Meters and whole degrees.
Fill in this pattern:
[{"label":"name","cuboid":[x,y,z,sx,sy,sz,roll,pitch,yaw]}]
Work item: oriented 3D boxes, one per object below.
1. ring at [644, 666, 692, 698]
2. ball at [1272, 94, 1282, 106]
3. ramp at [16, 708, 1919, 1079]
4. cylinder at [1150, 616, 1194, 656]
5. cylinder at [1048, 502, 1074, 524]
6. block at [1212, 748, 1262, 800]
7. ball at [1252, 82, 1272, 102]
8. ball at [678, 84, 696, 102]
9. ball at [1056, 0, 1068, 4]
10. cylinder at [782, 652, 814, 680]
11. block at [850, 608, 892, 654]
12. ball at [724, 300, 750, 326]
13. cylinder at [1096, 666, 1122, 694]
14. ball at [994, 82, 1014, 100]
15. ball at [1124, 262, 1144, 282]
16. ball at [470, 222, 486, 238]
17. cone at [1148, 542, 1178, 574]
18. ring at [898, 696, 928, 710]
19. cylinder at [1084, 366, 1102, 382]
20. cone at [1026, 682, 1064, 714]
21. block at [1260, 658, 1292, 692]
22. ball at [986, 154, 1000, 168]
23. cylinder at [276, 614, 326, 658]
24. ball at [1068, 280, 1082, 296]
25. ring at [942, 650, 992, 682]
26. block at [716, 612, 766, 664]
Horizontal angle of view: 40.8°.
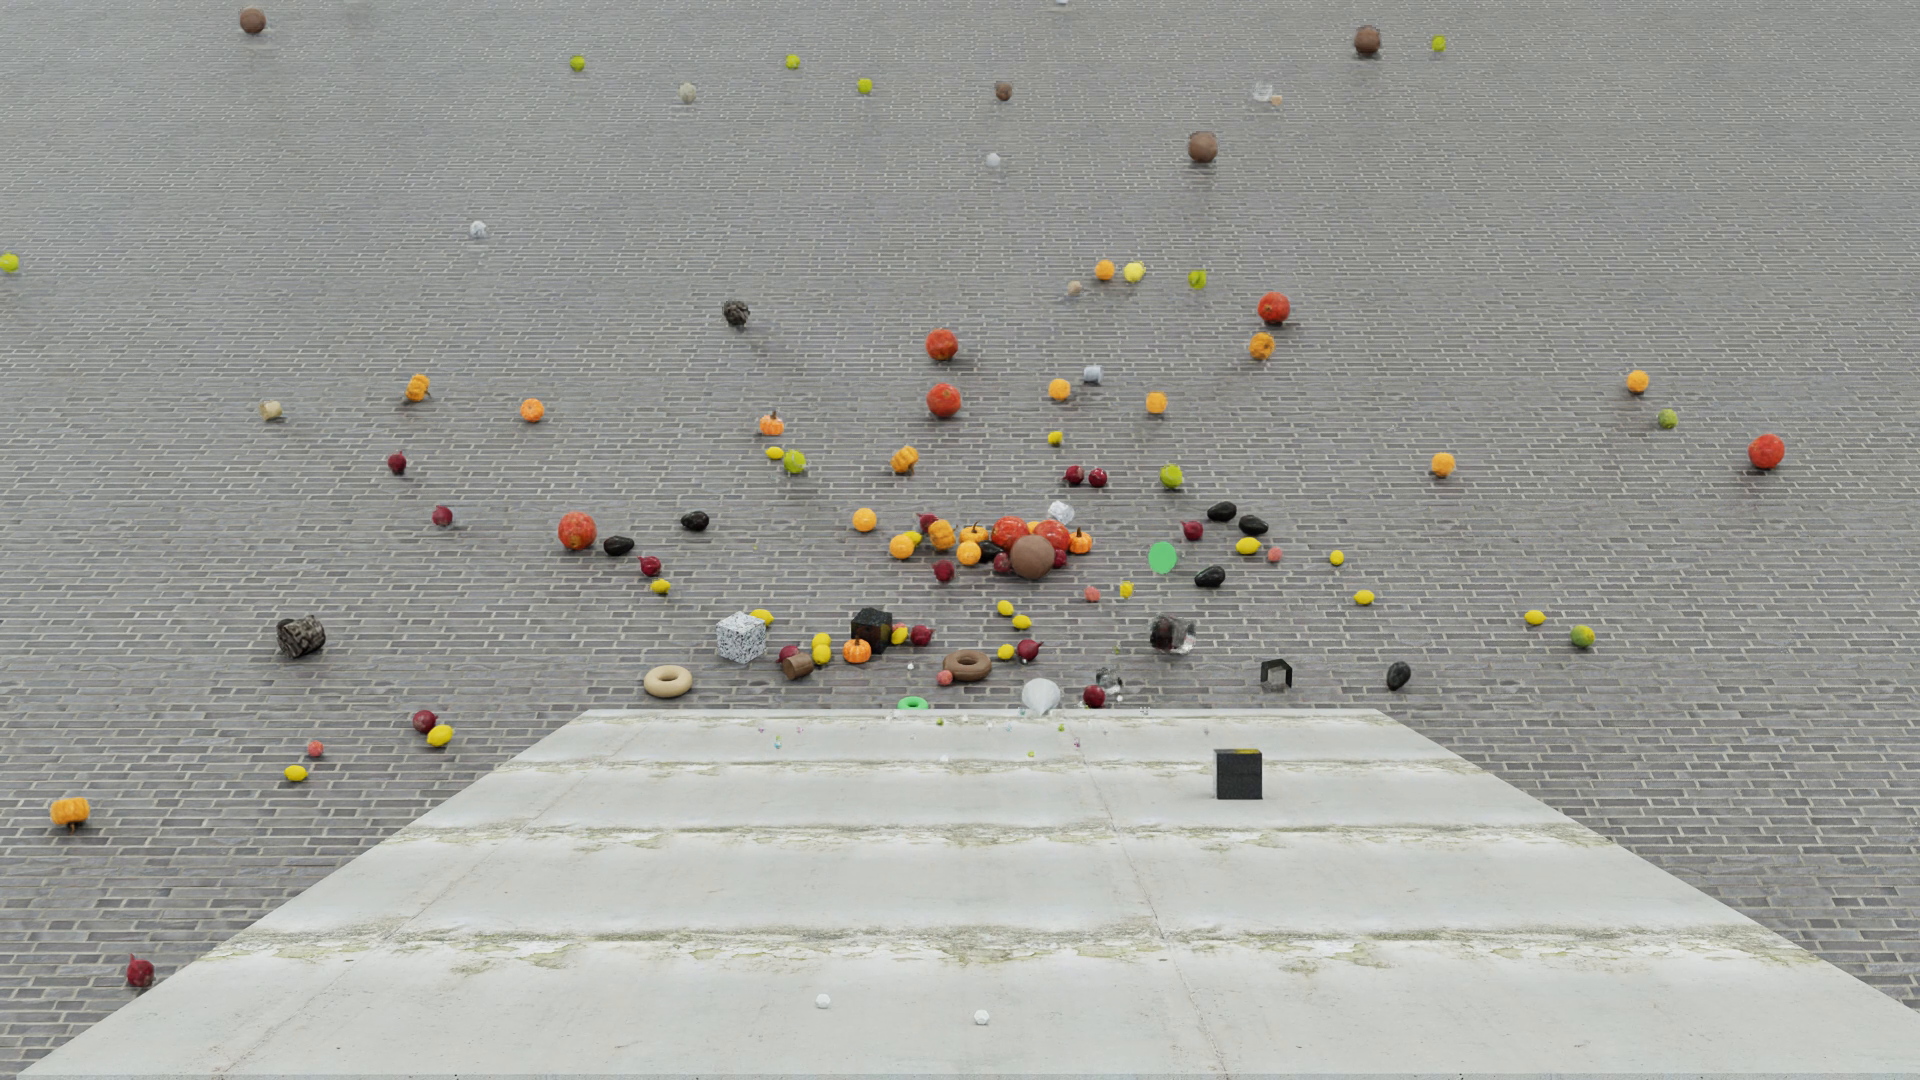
[{"label":"ring","cuboid":[-0.774,0.375,6.841,0.131,0.044,0.131,-1,27,0]},{"label":"ball","cuboid":[1.442,-2.001,11.737,0.054,0.054,0.054,0,26,0]},{"label":"ramp","cuboid":[0.059,0.531,4.568,2.000,0.100,4.000,0,1,0]},{"label":"cylinder","cuboid":[0.580,0.259,7.023,0.091,0.091,0.091,13,29,24]},{"label":"cylinder","cuboid":[0.306,-0.082,7.771,0.054,0.054,0.054,-21,33,-37]},{"label":"block","cuboid":[0.514,0.433,4.778,0.084,0.084,0.084,0,1,1]},{"label":"ball","cuboid":[1.385,-2.053,11.800,0.092,0.092,0.092,0,26,0]},{"label":"ball","cuboid":[-1.246,-2.044,11.788,0.086,0.086,0.086,0,26,0]},{"label":"ball","cuboid":[0.529,-2.818,13.409,0.068,0.068,0.068,0,26,0]},{"label":"cylinder","cuboid":[-0.433,0.337,6.900,0.060,0.060,0.060,-18,31,-33]},{"label":"block","cuboid":[-0.241,0.250,7.049,0.086,0.086,0.086,9,27,18]},{"label":"ball","cuboid":[-0.799,-0.814,9.244,0.089,0.089,0.089,0,26,0]},{"label":"cylinder","cuboid":[0.394,0.372,6.832,0.055,0.055,0.055,-8,27,-16]},{"label":"ball","cuboid":[0.202,-2.054,11.812,0.084,0.084,0.084,0,26,0]},{"label":"ball","cuboid":[0.648,-1.002,9.647,0.075,0.075,0.075,0,26,0]},{"label":"ball","cuboid":[-1.888,-1.216,10.102,0.065,0.065,0.065,0,26,0]},{"label":"cone","cuboid":[0.612,0.056,7.499,0.094,0.094,0.094,20,6,35]},{"label":"ring","cuboid":[-0.123,0.436,6.732,0.082,0.027,0.082,0,27,0]},{"label":"cylinder","cuboid":[0.453,-0.562,8.768,0.050,0.050,0.050,0,23,26]},{"label":"cone","cuboid":[0.201,0.412,6.431,0.097,0.097,0.097,5,13,11]},{"label":"block","cuboid":[0.840,0.360,6.851,0.061,0.061,0.061,-10,28,-20]},{"label":"ball","cuboid":[0.140,-1.602,10.900,0.065,0.065,0.065,0,26,0]},{"label":"cylinder","cuboid":[-1.792,0.263,7.016,0.092,0.092,0.092,20,32,35]},{"label":"ball","cuboid":[0.423,-0.930,9.520,0.056,0.056,0.056,0,26,0]},{"label":"ring","cuboid":[0.019,0.336,6.918,0.134,0.045,0.134,1,26,-1]},{"label":"block","cuboid":[-0.594,0.265,7.009,0.094,0.094,0.094,18,31,33]}]
